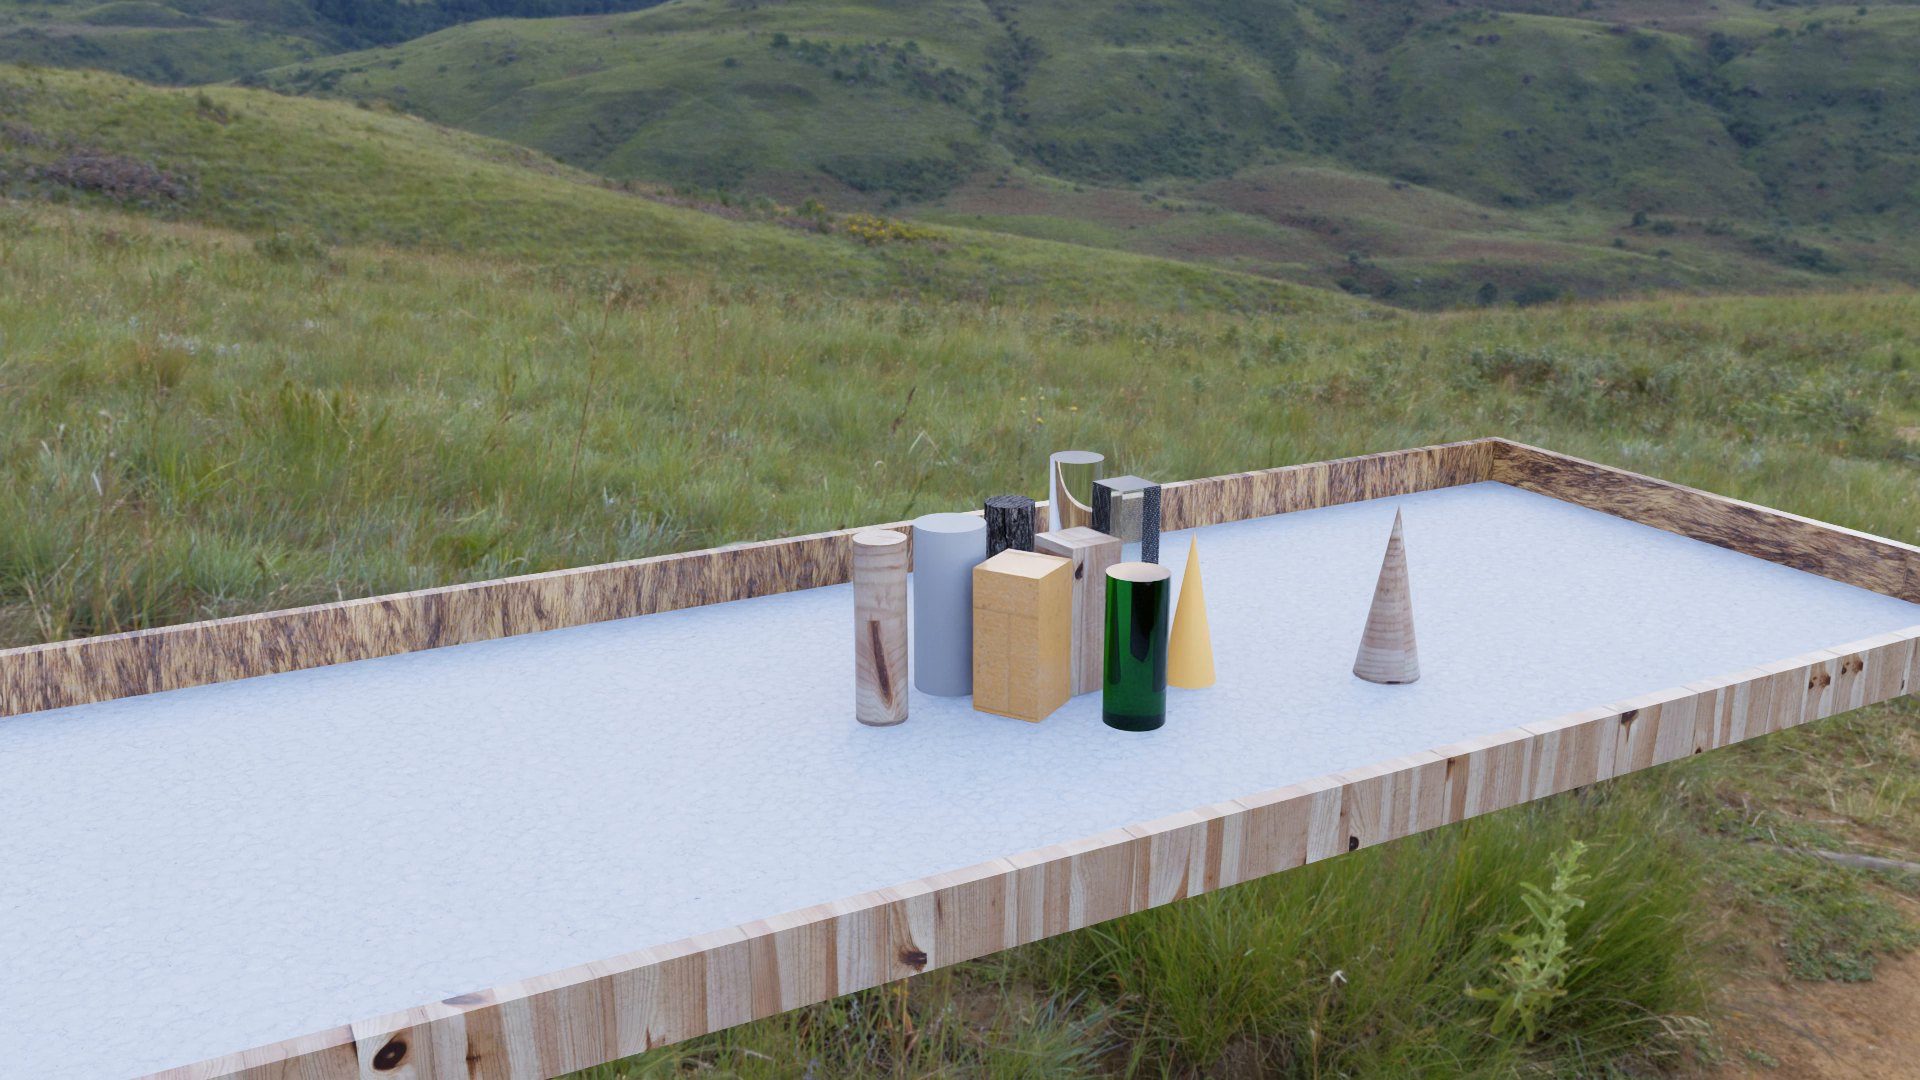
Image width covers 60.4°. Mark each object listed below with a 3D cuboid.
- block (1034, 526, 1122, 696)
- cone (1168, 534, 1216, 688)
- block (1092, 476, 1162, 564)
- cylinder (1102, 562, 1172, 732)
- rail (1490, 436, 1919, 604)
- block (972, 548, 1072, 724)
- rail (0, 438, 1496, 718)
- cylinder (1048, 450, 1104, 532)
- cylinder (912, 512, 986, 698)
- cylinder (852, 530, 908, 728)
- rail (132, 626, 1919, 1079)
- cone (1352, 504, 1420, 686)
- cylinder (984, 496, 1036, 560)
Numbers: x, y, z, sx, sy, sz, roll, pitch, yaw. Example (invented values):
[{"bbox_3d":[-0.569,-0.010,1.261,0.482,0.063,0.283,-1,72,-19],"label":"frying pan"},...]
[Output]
[{"bbox_3d":[0.286,0.175,4.082,0.152,0.378,0.152,-10,19,-33],"label":"block"},{"bbox_3d":[0.576,0.163,4.109,0.139,0.390,0.139,0,16,0],"label":"cone"},{"bbox_3d":[0.433,0.066,4.343,0.126,0.444,0.126,-10,19,-31],"label":"block"},{"bbox_3d":[0.412,0.249,3.857,0.151,0.367,0.151,0,16,0],"label":"cylinder"},{"bbox_3d":[2.466,-0.048,5.253,0.050,0.150,2.100,-9,18,-27],"label":"rail"},{"bbox_3d":[0.150,0.227,3.944,0.174,0.359,0.174,9,19,29],"label":"block"},{"bbox_3d":[-3.305,0.497,3.399,12.000,0.150,0.050,-9,18,-27],"label":"rail"},{"bbox_3d":[0.319,-0.006,4.564,0.149,0.458,0.149,0,16,0],"label":"cylinder"},{"bbox_3d":[-0.025,0.159,4.071,0.180,0.419,0.180,0,16,0],"label":"cylinder"},{"bbox_3d":[-0.185,0.207,3.861,0.125,0.444,0.125,0,16,0],"label":"cylinder"},{"bbox_3d":[-2.336,1.006,1.665,12.000,0.150,0.050,-9,18,-27],"label":"rail"},{"bbox_3d":[1.086,0.123,4.138,0.168,0.449,0.168,0,16,0],"label":"cone"},{"bbox_3d":[0.129,0.092,4.334,0.133,0.399,0.133,0,16,0],"label":"cylinder"}]
